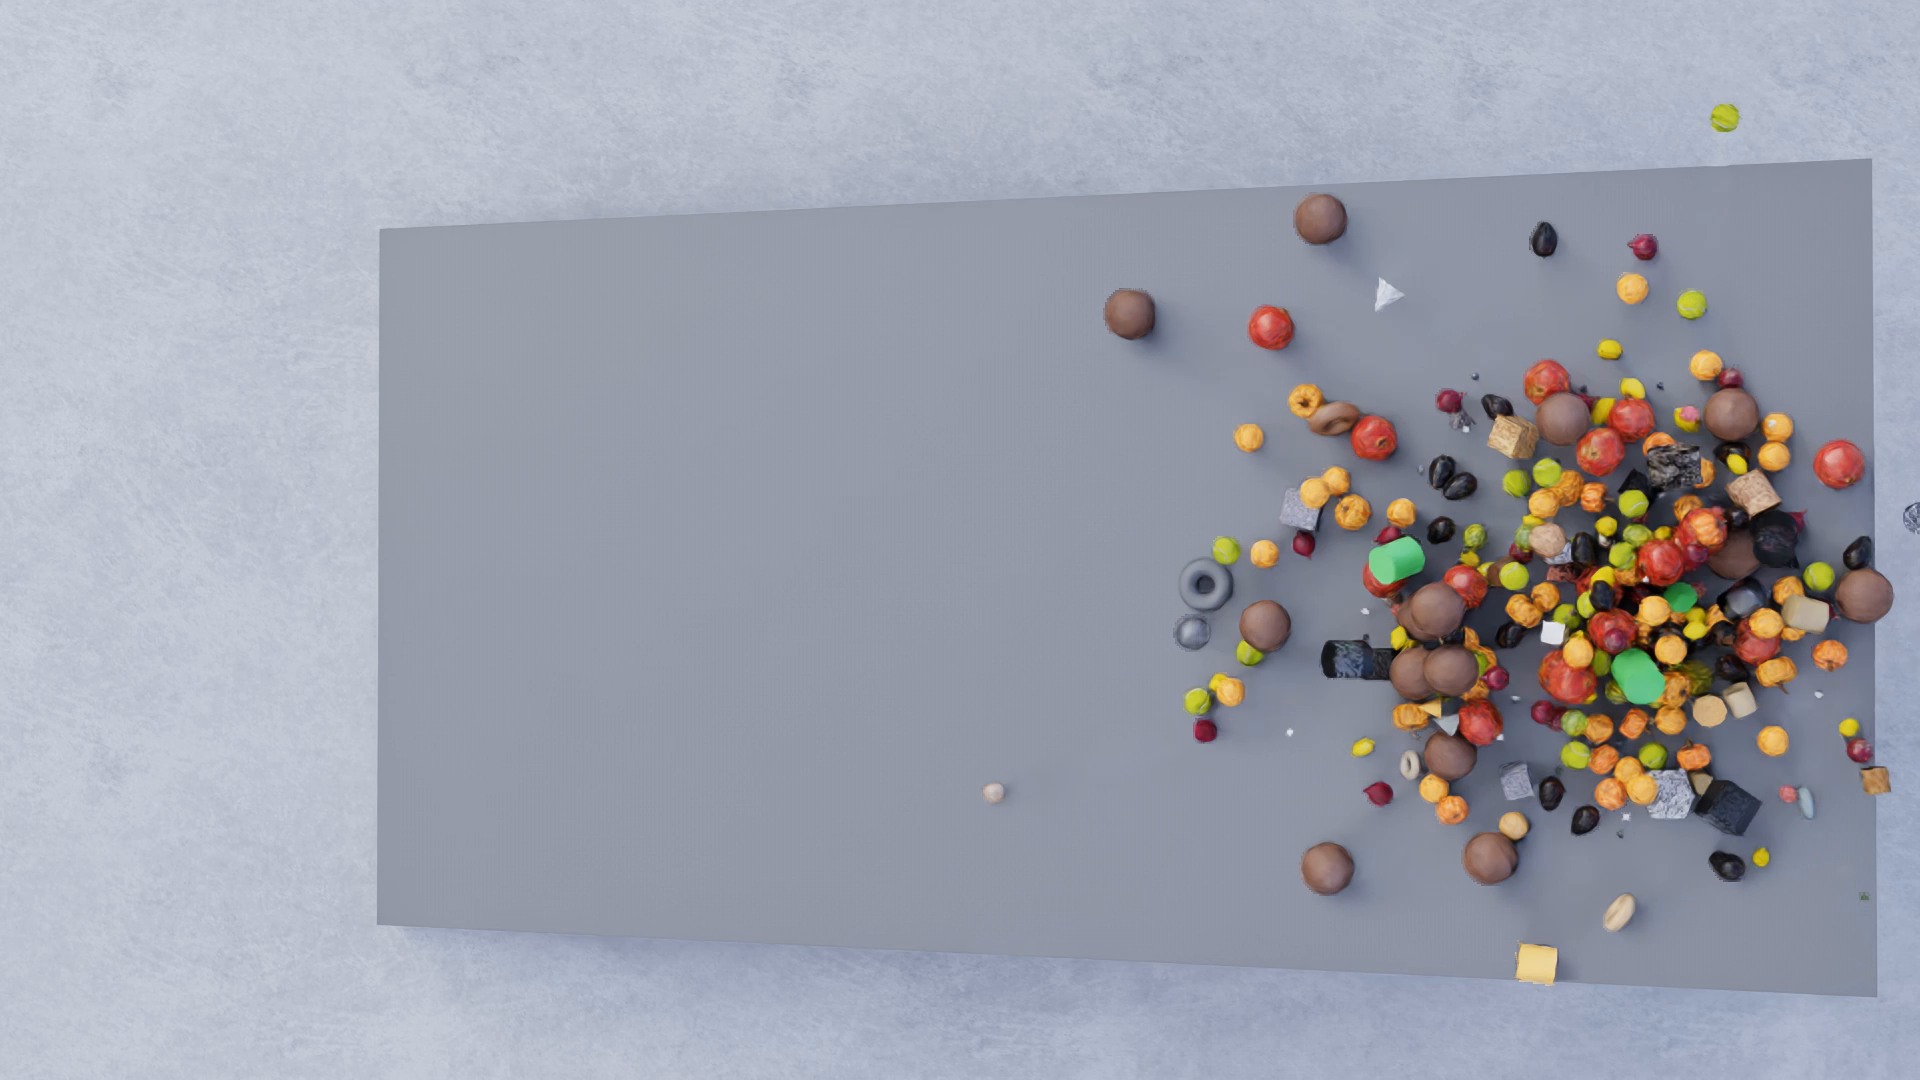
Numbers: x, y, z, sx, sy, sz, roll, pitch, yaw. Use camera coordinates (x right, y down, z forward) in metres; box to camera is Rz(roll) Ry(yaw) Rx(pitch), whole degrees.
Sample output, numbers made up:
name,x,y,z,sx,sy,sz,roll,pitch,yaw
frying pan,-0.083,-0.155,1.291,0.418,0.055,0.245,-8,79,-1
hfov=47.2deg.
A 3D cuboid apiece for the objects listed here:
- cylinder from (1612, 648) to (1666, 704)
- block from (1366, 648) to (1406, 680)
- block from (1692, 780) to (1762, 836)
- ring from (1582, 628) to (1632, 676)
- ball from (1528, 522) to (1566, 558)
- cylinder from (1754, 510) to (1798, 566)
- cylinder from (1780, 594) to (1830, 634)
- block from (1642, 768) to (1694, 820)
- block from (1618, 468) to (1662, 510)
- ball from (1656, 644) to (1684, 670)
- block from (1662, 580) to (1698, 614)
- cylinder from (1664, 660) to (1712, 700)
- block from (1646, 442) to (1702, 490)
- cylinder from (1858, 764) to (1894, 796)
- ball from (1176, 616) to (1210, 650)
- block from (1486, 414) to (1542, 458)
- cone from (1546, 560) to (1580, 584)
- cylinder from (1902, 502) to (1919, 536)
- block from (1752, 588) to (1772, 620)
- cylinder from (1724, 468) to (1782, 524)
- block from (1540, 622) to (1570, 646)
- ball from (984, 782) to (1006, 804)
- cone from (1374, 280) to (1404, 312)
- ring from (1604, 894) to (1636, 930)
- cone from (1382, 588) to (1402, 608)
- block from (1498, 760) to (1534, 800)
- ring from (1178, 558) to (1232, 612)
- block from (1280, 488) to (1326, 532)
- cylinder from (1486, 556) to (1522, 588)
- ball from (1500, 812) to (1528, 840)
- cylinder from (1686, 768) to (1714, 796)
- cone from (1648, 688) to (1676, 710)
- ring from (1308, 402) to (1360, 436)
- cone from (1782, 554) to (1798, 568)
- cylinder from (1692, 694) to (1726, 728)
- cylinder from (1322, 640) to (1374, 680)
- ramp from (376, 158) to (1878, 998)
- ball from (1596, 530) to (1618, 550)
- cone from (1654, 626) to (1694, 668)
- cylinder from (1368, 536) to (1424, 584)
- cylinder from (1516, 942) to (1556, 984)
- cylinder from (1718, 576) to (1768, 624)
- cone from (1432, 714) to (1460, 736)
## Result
name,x,y,z,sx,sy,sz,roll,pitch,yaw
cylinder,1.603,0.323,5.199,0.098,0.098,0.098,-1,116,-2
block,1.061,0.310,5.499,0.076,0.076,0.076,-3,88,40
block,1.825,0.636,5.230,0.094,0.094,0.094,34,84,-2
ring,1.584,0.275,5.380,0.122,0.041,0.122,3,98,19
ball,1.413,0.001,5.288,0.087,0.087,0.087,0,89,0
cylinder,1.924,-0.004,5.188,0.093,0.093,0.093,12,131,14
cylinder,1.992,0.174,5.181,0.079,0.079,0.079,16,89,-6
block,1.704,0.612,5.294,0.083,0.083,0.083,-2,47,-4
block,1.654,-0.122,5.348,0.067,0.067,0.067,37,99,32
ball,1.687,0.279,5.220,0.062,0.062,0.062,0,89,0
block,1.733,0.138,5.295,0.051,0.051,0.051,10,127,-18
cylinder,1.753,0.336,5.297,0.085,0.085,0.085,8,101,43
block,1.706,-0.176,5.250,0.089,0.089,0.089,-12,101,-8
cylinder,2.169,0.568,5.207,0.058,0.058,0.058,-22,64,0
ball,0.597,0.239,5.632,0.088,0.088,0.088,0,89,0
block,1.363,-0.254,5.407,0.080,0.080,0.080,1,114,-38
cone,1.498,0.089,5.412,0.076,0.076,0.076,36,89,-11
cylinder,2.352,-0.052,5.383,0.078,0.078,0.078,1,93,20
block,1.901,0.146,5.280,0.072,0.072,0.072,15,92,15
cylinder,1.900,-0.106,5.267,0.095,0.095,0.095,-32,67,0
block,1.430,0.226,5.280,0.051,0.051,0.051,8,86,30
ball,0.091,0.665,5.789,0.056,0.056,0.056,0,89,0
cone,1.047,-0.594,5.440,0.075,0.075,0.075,34,97,0
ring,1.602,0.903,5.336,0.033,0.100,0.100,36,89,5
cone,1.084,0.145,5.521,0.051,0.051,0.051,0,89,16
block,1.370,0.592,5.416,0.066,0.066,0.066,-15,109,15
ring,0.631,0.116,5.651,0.141,0.047,0.141,0,91,16
block,0.867,-0.077,5.564,0.091,0.091,0.091,14,93,15
cylinder,1.333,0.077,5.392,0.060,0.060,0.060,-30,89,-31
ball,1.366,0.705,5.424,0.070,0.070,0.070,0,89,0
cylinder,1.786,0.583,5.307,0.052,0.052,0.052,-2,105,-8
cone,1.699,0.374,5.330,0.080,0.080,0.080,0,89,16
ring,0.941,-0.304,5.529,0.131,0.131,0.044,-10,65,0
cone,1.971,0.051,5.282,0.059,0.059,0.059,-30,89,34
cylinder,1.806,0.410,5.299,0.077,0.077,0.077,0,89,19
cylinder,0.949,0.294,5.391,0.094,0.094,0.094,1,89,-16
ramp,0.268,0.096,5.829,4.000,0.100,2.000,0,89,16
ball,1.583,-0.001,5.377,0.050,0.050,0.050,0,89,0
cone,1.704,0.276,5.310,0.095,0.095,0.095,42,94,1
cylinder,1.068,0.050,5.381,0.095,0.095,0.095,-20,89,-28
cylinder,1.412,1.037,5.389,0.087,0.087,0.087,7,89,13
cylinder,1.845,0.142,5.181,0.081,0.081,0.081,19,49,-23
cone,1.182,0.445,5.378,0.059,0.059,0.059,16,89,2
